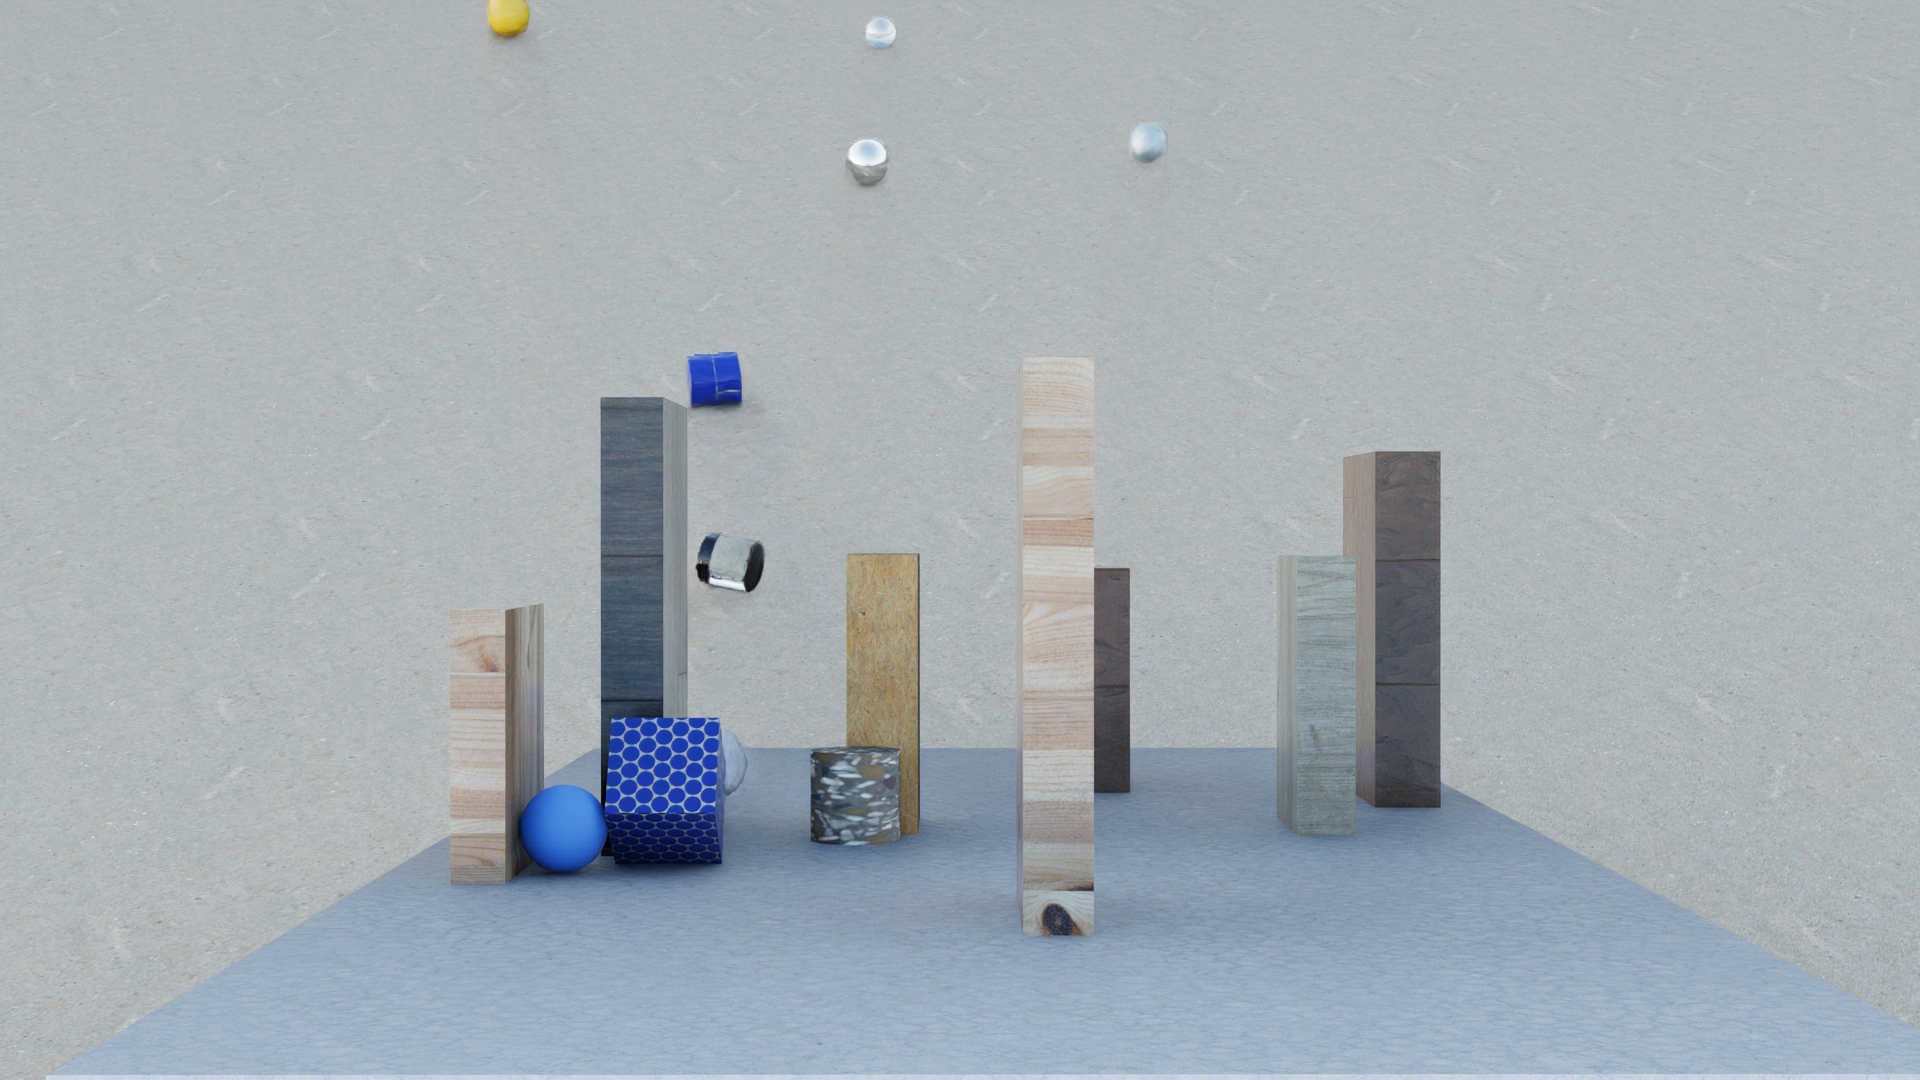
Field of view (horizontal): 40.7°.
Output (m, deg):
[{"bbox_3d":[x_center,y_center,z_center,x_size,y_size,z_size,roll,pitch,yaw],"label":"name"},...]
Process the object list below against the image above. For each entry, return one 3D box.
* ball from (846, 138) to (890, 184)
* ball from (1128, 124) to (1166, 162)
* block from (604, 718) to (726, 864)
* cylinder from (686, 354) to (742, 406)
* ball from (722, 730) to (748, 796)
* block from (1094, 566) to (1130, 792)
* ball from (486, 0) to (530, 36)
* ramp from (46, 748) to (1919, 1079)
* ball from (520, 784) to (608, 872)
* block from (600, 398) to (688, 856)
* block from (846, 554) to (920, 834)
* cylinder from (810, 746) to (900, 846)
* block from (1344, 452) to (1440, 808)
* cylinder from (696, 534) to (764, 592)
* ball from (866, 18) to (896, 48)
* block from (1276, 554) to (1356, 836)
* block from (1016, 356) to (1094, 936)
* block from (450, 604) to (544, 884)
[{"bbox_3d":[-0.367,-1.499,10.241,0.176,0.176,0.176,0,29,0],"label":"ball"},{"bbox_3d":[0.757,-1.606,10.453,0.155,0.155,0.155,0,29,0],"label":"ball"},{"bbox_3d":[-0.487,0.417,4.299,0.178,0.178,0.178,0,55,-1],"label":"block"},{"bbox_3d":[-0.811,-0.528,8.533,0.163,0.163,0.163,-6,30,-10],"label":"cylinder"},{"bbox_3d":[-0.514,0.465,5.358,0.146,0.146,0.146,0,29,0],"label":"ball"},{"bbox_3d":[0.314,0.298,5.642,0.094,0.477,0.293,0,0,0],"label":"block"},{"bbox_3d":[-2.063,-2.401,11.818,0.199,0.199,0.199,0,29,0],"label":"ball"},{"bbox_3d":[0.066,0.590,4.642,2.000,0.100,4.000,0,0,0],"label":"ramp"},{"bbox_3d":[-0.646,0.470,4.215,0.143,0.143,0.143,0,29,0],"label":"ball"},{"bbox_3d":[-0.561,0.148,4.619,0.107,0.785,0.396,0,0,0],"label":"block"},{"bbox_3d":[-0.143,0.283,4.875,0.131,0.513,0.270,0,0,0],"label":"block"},{"bbox_3d":[-0.189,0.459,4.659,0.162,0.162,0.162,0,0,0],"label":"cylinder"},{"bbox_3d":[0.900,0.179,5.412,0.132,0.716,0.434,0,0,0],"label":"block"},{"bbox_3d":[-0.665,0.065,7.499,0.147,0.147,0.147,11,31,19],"label":"cylinder"},{"bbox_3d":[-0.360,-2.292,11.687,0.137,0.137,0.137,0,29,0],"label":"ball"},{"bbox_3d":[0.669,0.284,4.871,0.107,0.510,0.299,0,0,0],"label":"block"},{"bbox_3d":[0.135,0.145,3.741,0.097,0.795,0.383,0,0,0],"label":"block"},{"bbox_3d":[-0.760,0.325,4.268,0.087,0.432,0.380,0,0,0],"label":"block"}]
